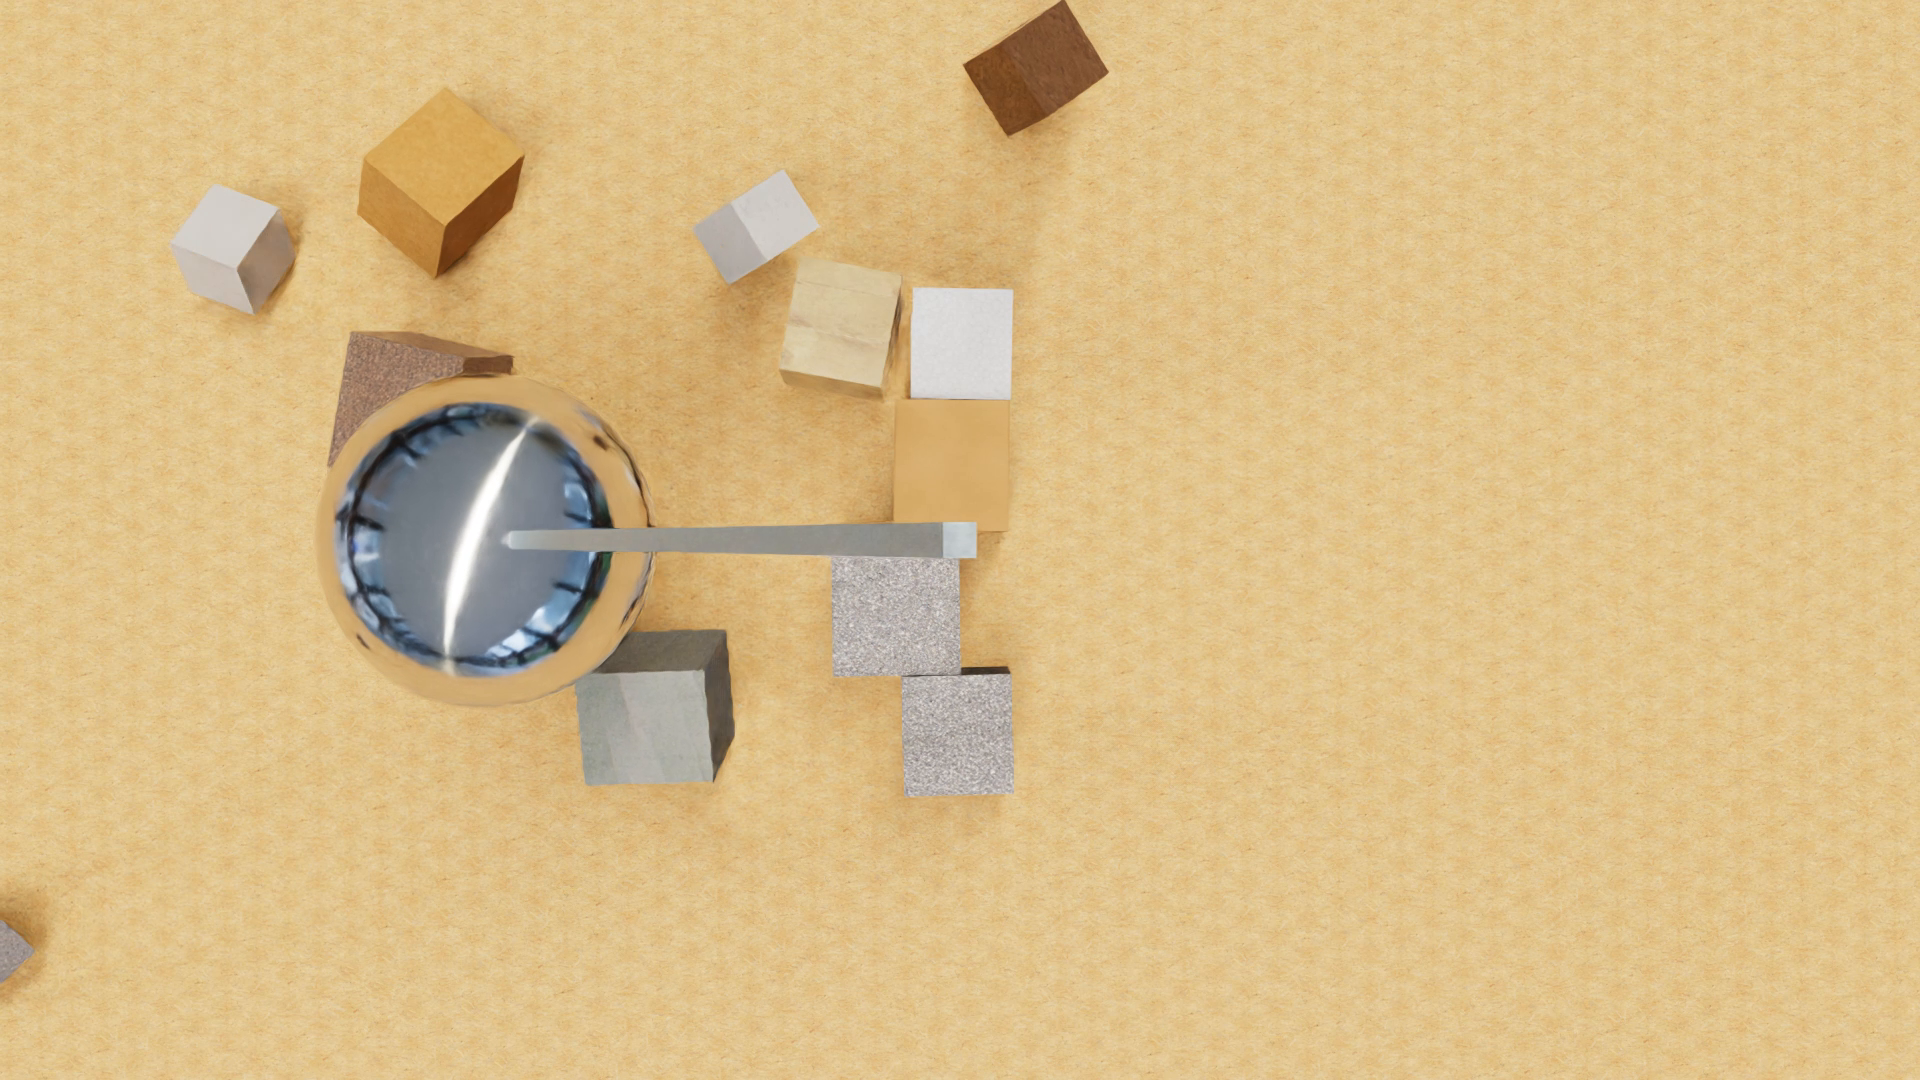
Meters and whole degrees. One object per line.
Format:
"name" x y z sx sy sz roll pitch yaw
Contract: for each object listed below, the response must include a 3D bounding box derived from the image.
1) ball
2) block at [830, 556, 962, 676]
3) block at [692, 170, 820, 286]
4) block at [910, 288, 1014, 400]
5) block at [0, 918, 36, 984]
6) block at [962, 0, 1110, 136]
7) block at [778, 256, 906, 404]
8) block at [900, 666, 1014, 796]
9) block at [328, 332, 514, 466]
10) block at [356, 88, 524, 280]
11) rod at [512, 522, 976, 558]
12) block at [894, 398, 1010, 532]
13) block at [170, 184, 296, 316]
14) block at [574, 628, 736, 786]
"ball" -2.248 0.000 10.486 1.600 1.600 1.600 0 90 0
"block" -0.358 0.374 12.640 0.715 0.721 0.769 -1 90 0
"block" -1.136 -1.738 12.227 0.430 0.441 0.373 -40 102 -35
"block" 0.009 -1.108 12.709 0.569 0.583 0.625 1 90 0
"block" -5.663 2.410 12.671 0.368 0.378 0.416 49 55 -14
"block" 0.432 -2.704 12.625 0.497 0.515 0.490 -38 103 -21
"block" -0.657 -1.179 12.409 0.571 0.599 0.640 11 85 1
"block" -0.013 1.087 12.618 0.615 0.763 0.668 -2 90 0
"block" -3.066 -0.741 12.540 0.683 0.729 0.767 13 98 9
"block" -2.969 -2.034 12.563 0.589 0.636 0.671 40 62 0
"rod" -0.974 0.000 7.334 0.080 5.200 0.080 0 90 -22
"block" -0.047 -0.420 12.675 0.645 0.650 0.736 1 90 0
"block" -4.170 -1.669 12.646 0.417 0.466 0.464 21 62 8
"block" -1.719 0.939 12.480 0.722 0.749 0.650 -2 105 4
